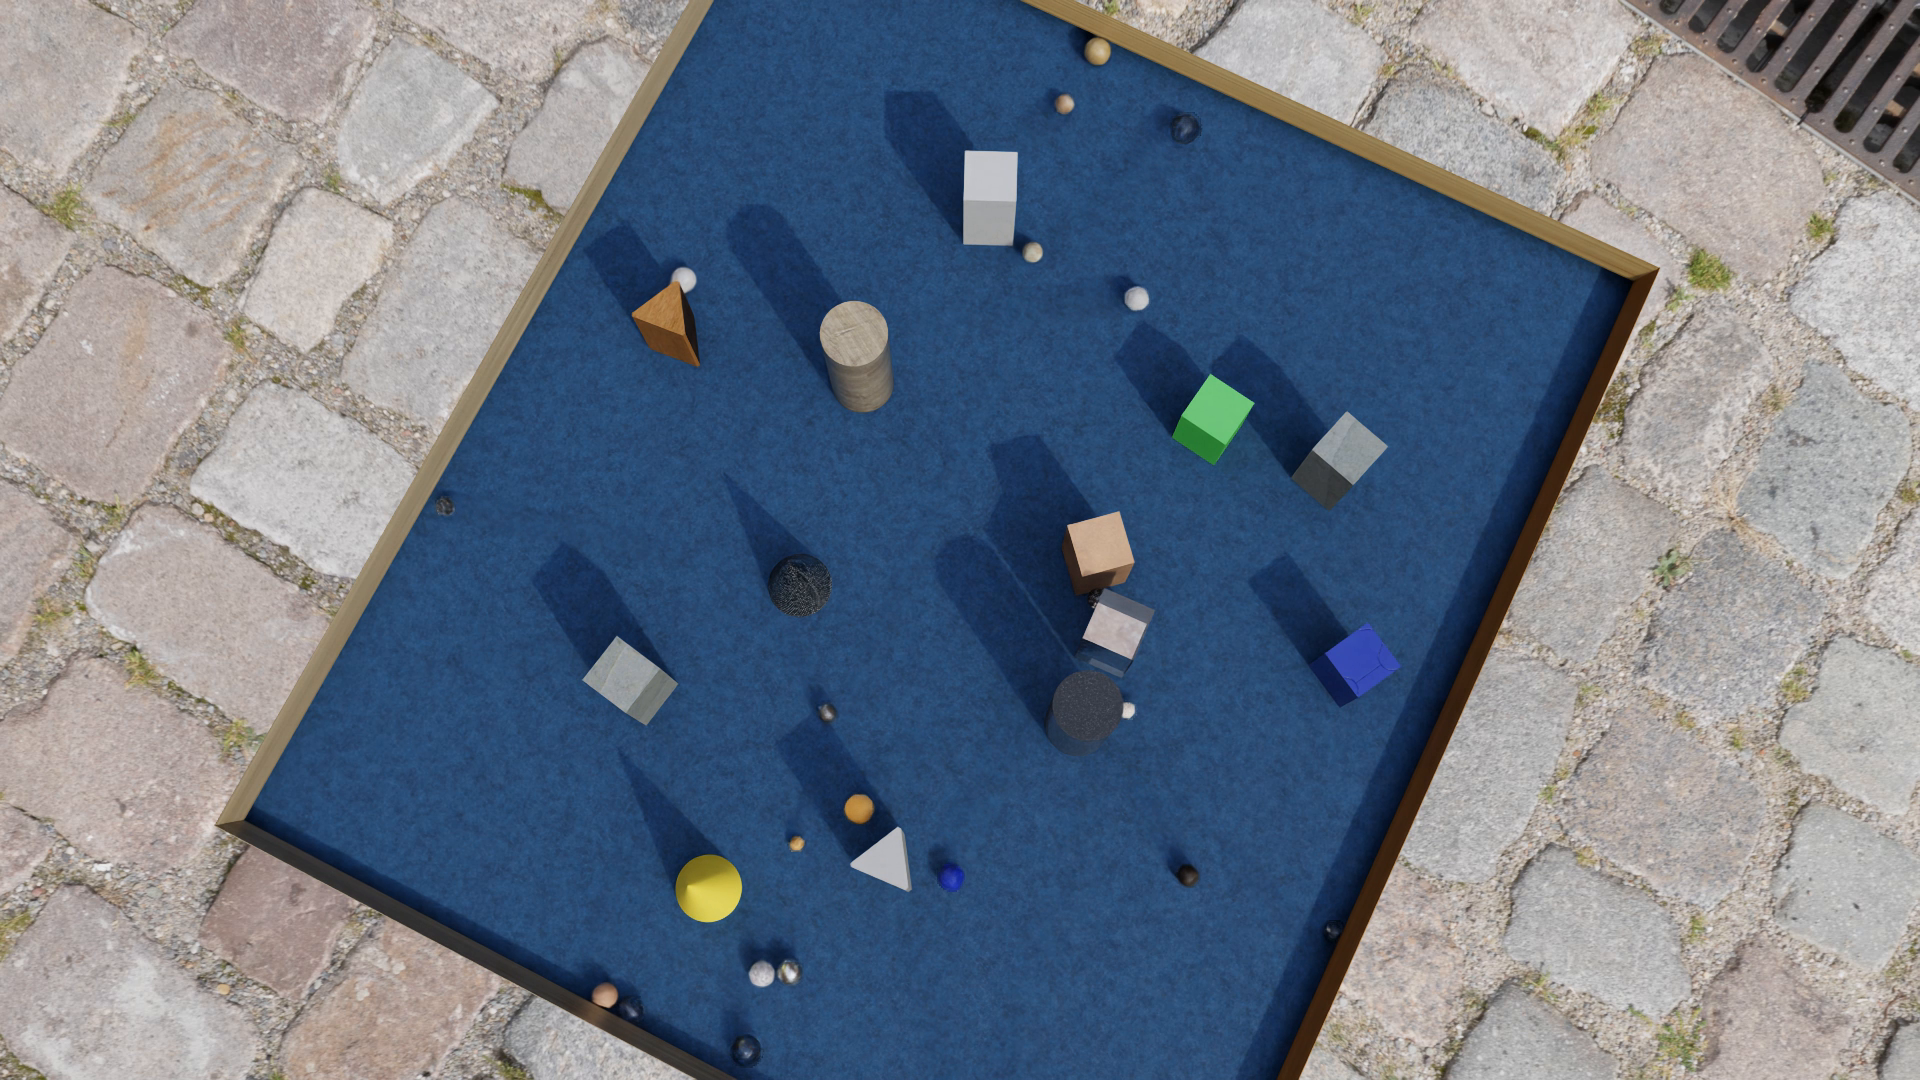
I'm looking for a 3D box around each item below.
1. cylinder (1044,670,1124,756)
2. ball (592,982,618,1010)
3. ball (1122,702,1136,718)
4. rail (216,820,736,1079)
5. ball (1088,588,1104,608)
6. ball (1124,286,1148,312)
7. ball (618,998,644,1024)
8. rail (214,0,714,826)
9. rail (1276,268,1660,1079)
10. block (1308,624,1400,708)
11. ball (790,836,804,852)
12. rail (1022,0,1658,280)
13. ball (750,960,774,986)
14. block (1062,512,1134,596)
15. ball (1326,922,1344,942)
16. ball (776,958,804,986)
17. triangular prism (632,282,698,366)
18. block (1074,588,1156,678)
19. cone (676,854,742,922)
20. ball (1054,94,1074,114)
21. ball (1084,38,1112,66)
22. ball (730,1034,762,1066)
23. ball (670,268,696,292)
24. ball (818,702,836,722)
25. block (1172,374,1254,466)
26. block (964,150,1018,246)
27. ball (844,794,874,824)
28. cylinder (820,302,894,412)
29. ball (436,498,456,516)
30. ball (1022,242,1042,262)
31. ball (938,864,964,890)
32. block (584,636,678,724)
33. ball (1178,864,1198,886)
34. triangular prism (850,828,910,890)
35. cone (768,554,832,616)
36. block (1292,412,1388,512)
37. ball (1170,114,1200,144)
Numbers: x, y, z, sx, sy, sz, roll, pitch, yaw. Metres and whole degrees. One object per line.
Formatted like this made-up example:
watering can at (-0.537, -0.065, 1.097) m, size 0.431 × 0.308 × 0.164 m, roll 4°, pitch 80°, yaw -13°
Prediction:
cylinder at (0.352, 0.504, 5.270) m, size 0.196 × 0.474 × 0.196 m, roll 0°, pitch 78°, yaw 0°
ball at (-1.028, 1.319, 5.305) m, size 0.076 × 0.076 × 0.076 m, roll 0°, pitch 78°, yaw 0°
ball at (0.499, 0.509, 5.485) m, size 0.051 × 0.051 × 0.051 m, roll 0°, pitch 78°, yaw 0°
rail at (-0.763, 1.502, 5.240) m, size 3.109 × 0.127 × 0.045 m, roll 26°, pitch 80°, yaw 5°
ball at (0.417, 0.178, 5.548) m, size 0.063 × 0.063 × 0.063 m, roll 0°, pitch 78°, yaw 0°
ball at (0.552, -0.755, 5.734) m, size 0.077 × 0.077 × 0.077 m, roll 0°, pitch 78°, yaw 0°
ball at (-0.950, 1.360, 5.297) m, size 0.074 × 0.074 × 0.074 m, roll 0°, pitch 78°, yaw 0°
rail at (-1.369, -0.664, 5.688) m, size 0.045 × 0.127 × 3.461 m, roll 26°, pitch 80°, yaw 5°
rail at (1.369, 0.677, 5.410) m, size 0.045 × 0.127 × 3.461 m, roll 26°, pitch 80°, yaw 5°
block at (1.162, 0.371, 5.408) m, size 0.157 × 0.258 × 0.157 m, roll -34°, pitch 80°, yaw -7°
ball at (-0.481, 0.896, 5.409) m, size 0.044 × 0.044 × 0.044 m, roll 0°, pitch 78°, yaw 0°
rail at (0.763, -1.488, 5.859) m, size 3.109 × 0.127 × 0.045 m, roll 26°, pitch 80°, yaw 5°
ball at (-0.575, 1.259, 5.318) m, size 0.075 × 0.075 × 0.075 m, roll 0°, pitch 78°, yaw 0°
block at (0.407, 0.044, 5.445) m, size 0.157 × 0.319 × 0.157 m, roll -15°, pitch 79°, yaw -3°
ball at (1.096, 1.143, 5.350) m, size 0.058 × 0.058 × 0.058 m, roll 0°, pitch 78°, yaw 0°
ball at (-0.493, 1.253, 5.318) m, size 0.076 × 0.076 × 0.076 m, roll 0°, pitch 78°, yaw 0°
triangular prism at (-0.868, -0.672, 5.595) m, size 0.170 × 0.316 × 0.147 m, roll 21°, pitch 79°, yaw 4°
block at (0.449, 0.276, 5.361) m, size 0.157 × 0.388 × 0.157 m, roll 24°, pitch 79°, yaw 5°
cone at (-0.741, 0.984, 5.197) m, size 0.196 × 0.423 × 0.196 m, roll 0°, pitch 78°, yaw 0°
ball at (0.335, -1.396, 5.874) m, size 0.062 × 0.062 × 0.062 m, roll 0°, pitch 78°, yaw 0°
ball at (0.442, -1.572, 5.897) m, size 0.088 × 0.088 × 0.088 m, roll 0°, pitch 78°, yaw 0°
ball at (-0.615, 1.466, 5.268) m, size 0.089 × 0.089 × 0.089 m, roll 0°, pitch 78°, yaw 0°
ball at (-0.867, -0.815, 5.744) m, size 0.080 × 0.080 × 0.080 m, roll 0°, pitch 78°, yaw 0°
ball at (-0.397, 0.515, 5.480) m, size 0.058 × 0.058 × 0.058 m, roll 0°, pitch 78°, yaw 0°
block at (0.766, -0.362, 5.563) m, size 0.157 × 0.253 × 0.157 m, roll 34°, pitch 80°, yaw 7°
block at (0.091, -1.049, 5.647) m, size 0.157 × 0.365 × 0.157 m, roll 2°, pitch 78°, yaw 0°
ball at (-0.297, 0.793, 5.408) m, size 0.087 × 0.087 × 0.087 m, roll 0°, pitch 78°, yaw 0°
cylinder at (-0.303, -0.541, 5.479) m, size 0.196 × 0.488 × 0.196 m, roll 0°, pitch 78°, yaw 0°
ball at (-1.573, -0.102, 5.609) m, size 0.056 × 0.056 × 0.056 m, roll 0°, pitch 78°, yaw 0°
ball at (0.228, -0.906, 5.771) m, size 0.065 × 0.065 × 0.065 m, roll 0°, pitch 78°, yaw 0°
ball at (-0.025, 0.986, 5.373) m, size 0.077 × 0.077 × 0.077 m, roll 0°, pitch 78°, yaw 0°
block at (-0.958, 0.415, 5.354) m, size 0.157 × 0.347 × 0.157 m, roll 36°, pitch 81°, yaw 7°
ball at (0.669, 0.985, 5.381) m, size 0.062 × 0.062 × 0.062 m, roll 0°, pitch 78°, yaw 0°
triangular prism at (-0.196, 0.900, 5.246) m, size 0.170 × 0.361 × 0.147 m, roll 22°, pitch 79°, yaw 4°
cone at (-0.488, 0.102, 5.410) m, size 0.196 × 0.363 × 0.196 m, roll 0°, pitch 78°, yaw 0°
block at (1.131, -0.231, 5.486) m, size 0.157 × 0.349 × 0.157 m, roll 42°, pitch 81°, yaw 8°
ball at (0.717, -1.310, 5.839) m, size 0.095 × 0.095 × 0.095 m, roll 0°, pitch 78°, yaw 0°
